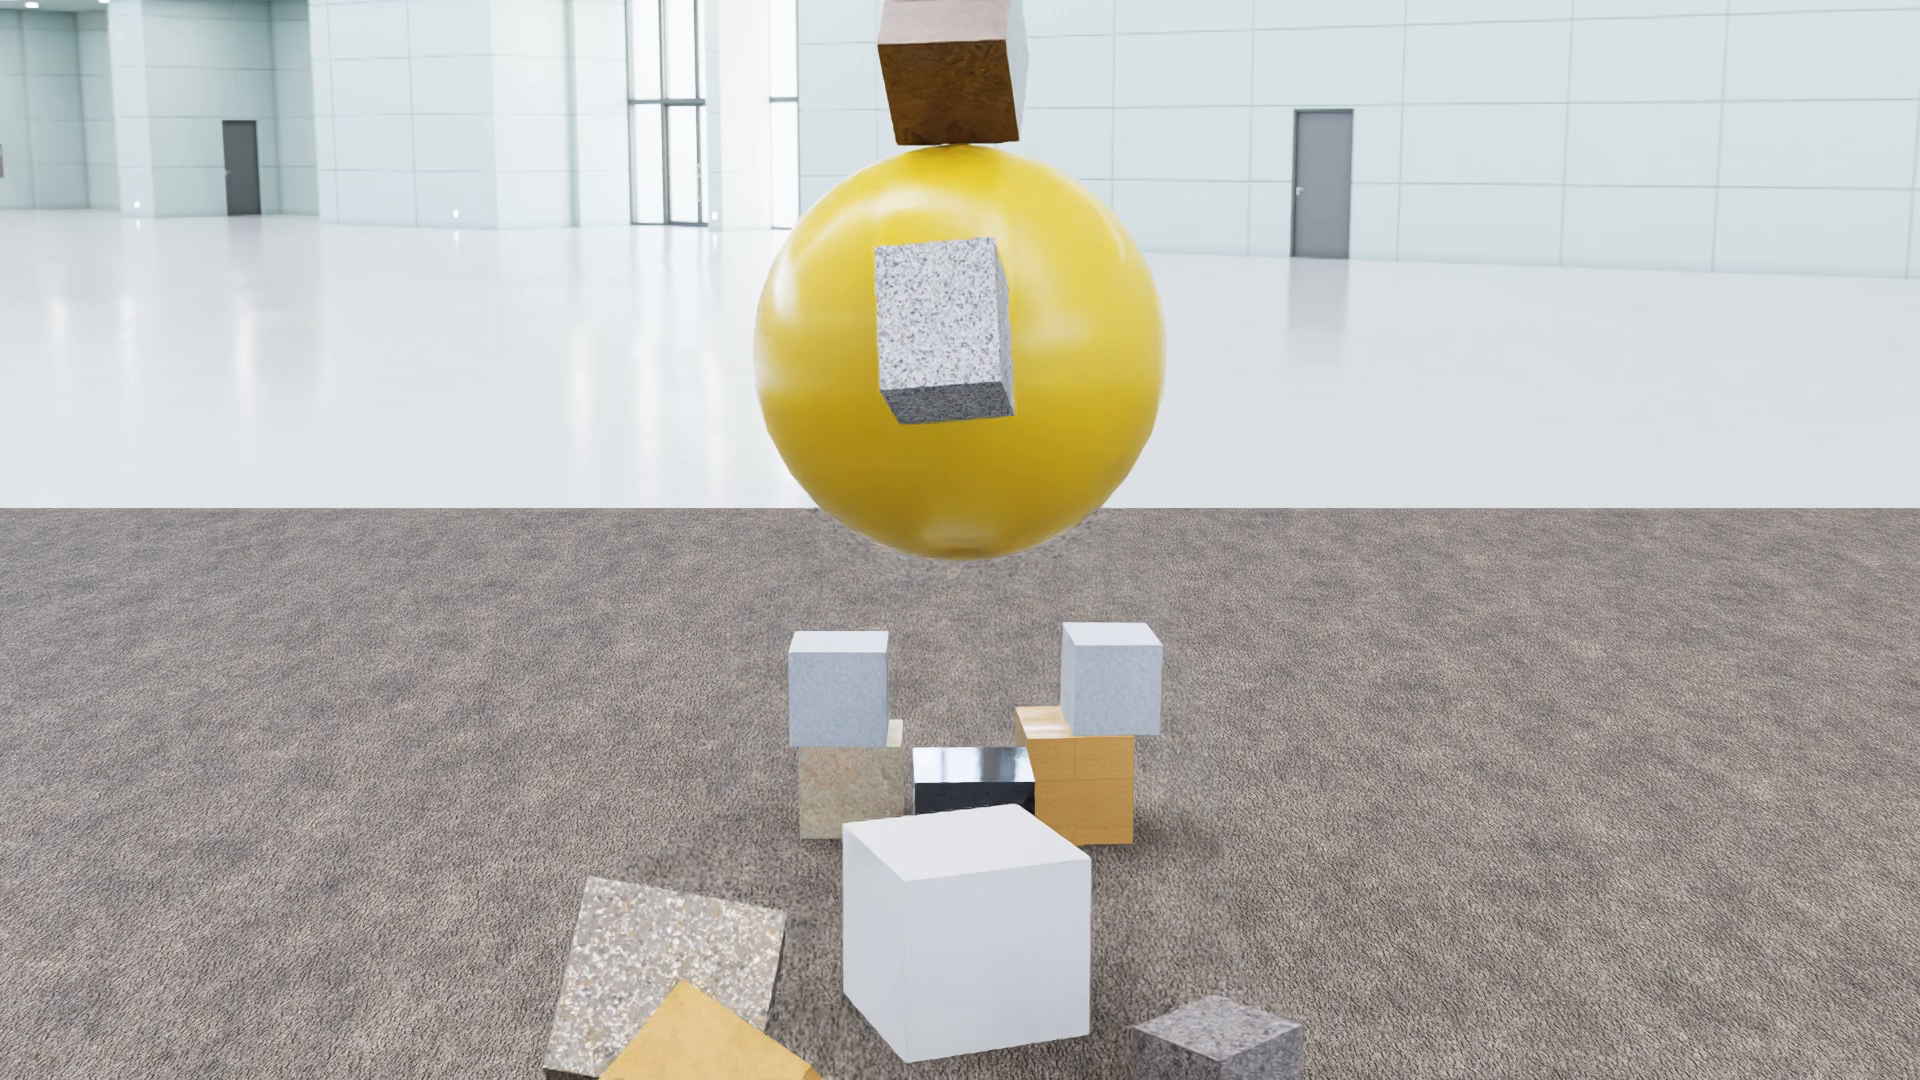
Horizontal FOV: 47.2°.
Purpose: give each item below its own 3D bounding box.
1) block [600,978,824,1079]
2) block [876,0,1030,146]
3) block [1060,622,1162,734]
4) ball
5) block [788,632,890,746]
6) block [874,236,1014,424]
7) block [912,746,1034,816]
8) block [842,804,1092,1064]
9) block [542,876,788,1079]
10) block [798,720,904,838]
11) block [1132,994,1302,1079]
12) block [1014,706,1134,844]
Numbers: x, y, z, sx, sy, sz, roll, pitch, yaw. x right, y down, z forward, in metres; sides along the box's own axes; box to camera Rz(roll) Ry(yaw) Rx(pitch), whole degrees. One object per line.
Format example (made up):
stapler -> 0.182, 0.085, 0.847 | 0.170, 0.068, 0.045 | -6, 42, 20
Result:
block -> -0.637, 1.749, 6.245 | 0.625, 0.616, 0.571 | 20, 63, 47
block -> -0.016, -1.839, 8.278 | 0.472, 0.489, 0.482 | 0, 52, 9
block -> 0.769, 0.706, 11.264 | 0.438, 0.462, 0.520 | 0, 10, -5
ball -> 0.000, -0.715, 8.484 | 1.600, 1.600, 1.600 | 0, 10, 0
block -> -0.617, 0.761, 11.300 | 0.488, 0.490, 0.480 | 0, 10, 0
block -> -0.048, -0.692, 7.346 | 0.396, 0.487, 0.449 | -4, -11, 6
block -> 0.059, 1.348, 10.599 | 0.559, 0.555, 0.593 | 0, 10, -2
block -> 0.014, 1.567, 8.894 | 0.776, 0.735, 0.768 | -4, 11, -21
block -> -0.995, 1.605, 7.534 | 0.679, 0.649, 0.624 | 10, -25, -1
block -> -0.558, 1.235, 11.417 | 0.515, 0.485, 0.529 | 0, 10, 0
block -> 0.915, 1.926, 7.835 | 0.450, 0.408, 0.400 | -10, 14, -42
block -> 0.582, 1.208, 11.364 | 0.538, 0.558, 0.630 | -1, 10, -4
